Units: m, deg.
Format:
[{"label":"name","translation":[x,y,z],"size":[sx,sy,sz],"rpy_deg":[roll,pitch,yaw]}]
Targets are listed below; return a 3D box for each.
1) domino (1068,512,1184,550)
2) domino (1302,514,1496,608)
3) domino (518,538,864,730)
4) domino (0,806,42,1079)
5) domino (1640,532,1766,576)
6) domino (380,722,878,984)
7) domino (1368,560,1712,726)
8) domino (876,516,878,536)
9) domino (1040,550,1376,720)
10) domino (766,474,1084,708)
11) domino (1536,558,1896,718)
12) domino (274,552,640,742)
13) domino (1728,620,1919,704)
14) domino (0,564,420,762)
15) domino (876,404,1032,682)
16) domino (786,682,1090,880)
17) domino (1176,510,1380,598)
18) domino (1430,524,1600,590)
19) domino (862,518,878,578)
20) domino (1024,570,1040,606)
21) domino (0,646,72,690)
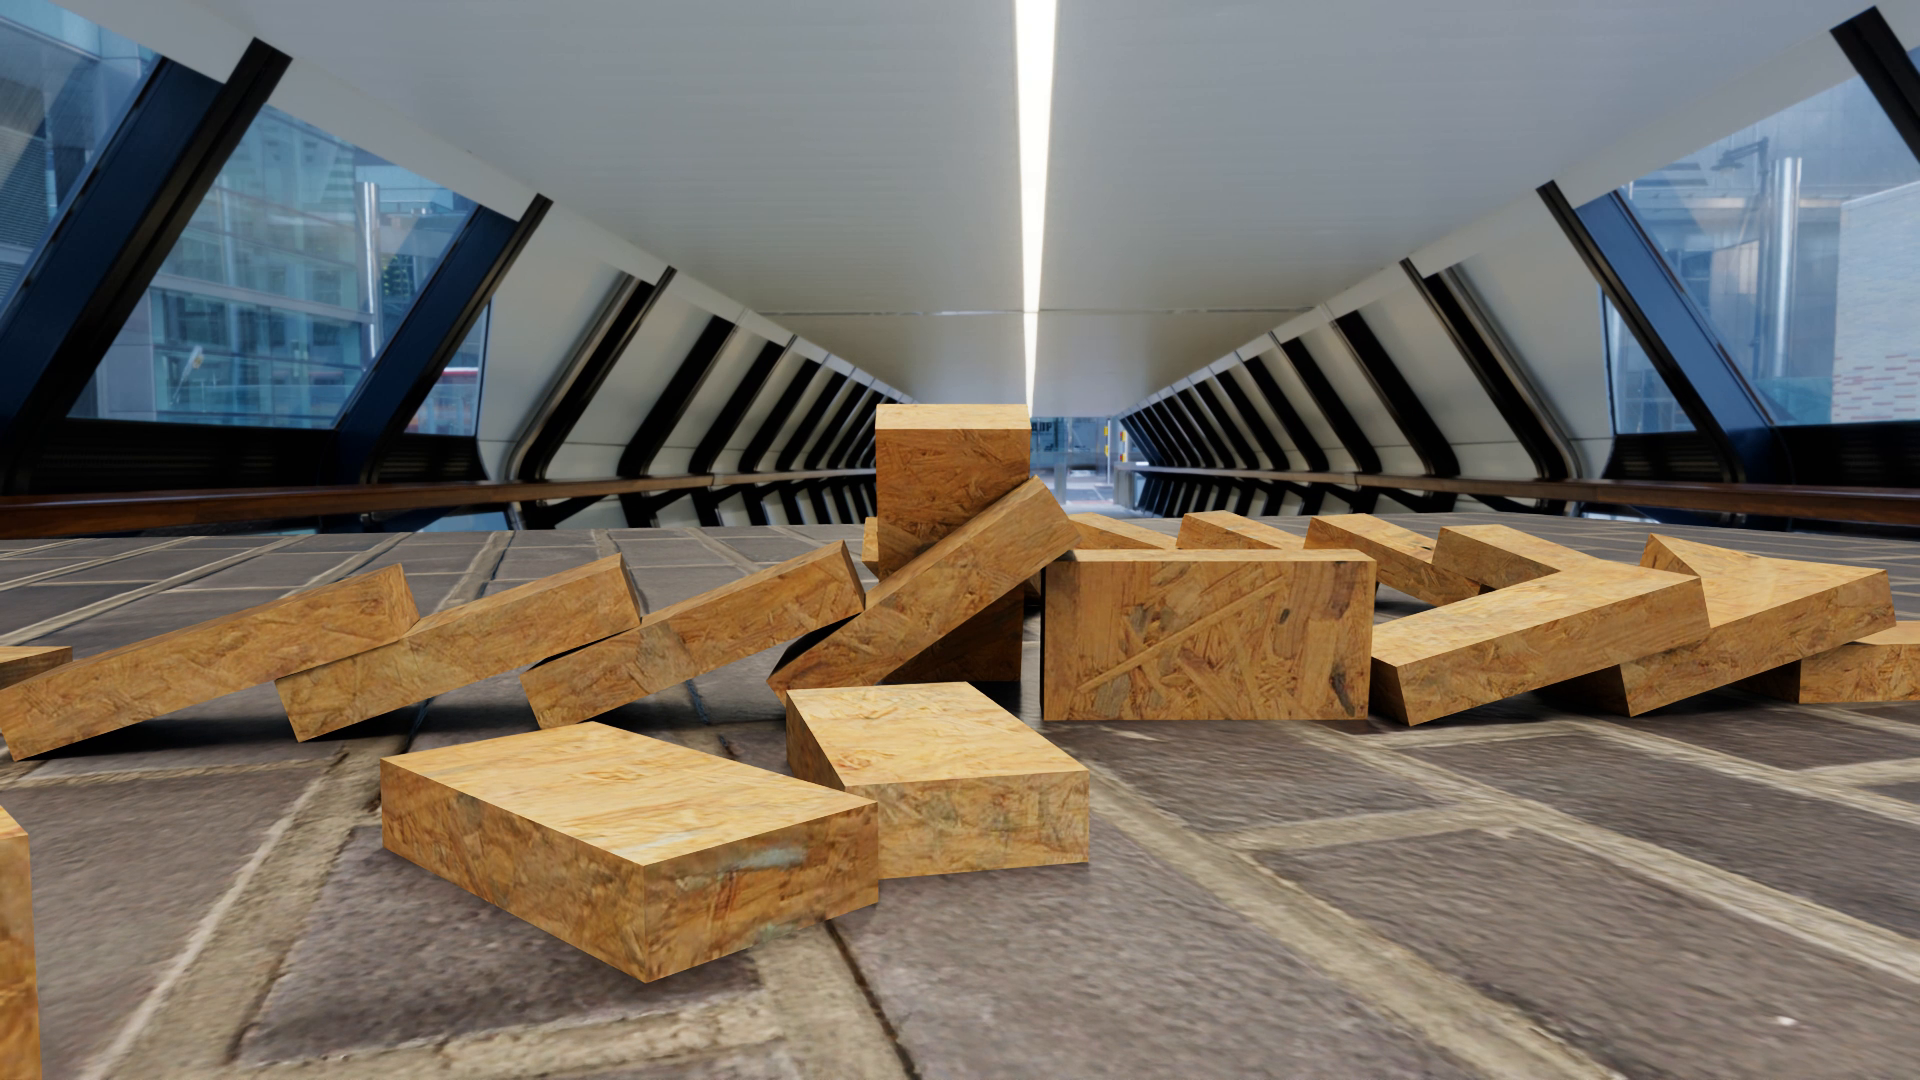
[{"label":"domino","translation":[0.055,0.004,0.370],"size":[0.050,0.009,0.025],"rpy_deg":[18,12,25]},{"label":"domino","translation":[0.118,0.006,0.334],"size":[0.025,0.009,0.050],"rpy_deg":[-4,22,-40]},{"label":"domino","translation":[-0.040,0.014,0.200],"size":[0.050,0.010,0.025],"rpy_deg":[-21,6,-2]},{"label":"domino","translation":[-0.063,0.025,0.073],"size":[0.050,0.025,0.010],"rpy_deg":[4,6,44]},{"label":"domino","translation":[0.165,0.011,0.274],"size":[0.025,0.009,0.050],"rpy_deg":[13,16,12]},{"label":"domino","translation":[-0.034,0.028,0.127],"size":[0.050,0.009,0.025],"rpy_deg":[4,6,43]},{"label":"domino","translation":[0.089,0.016,0.207],"size":[0.050,0.010,0.025],"rpy_deg":[-15,7,-5]},{"label":"domino","translation":[-0.002,0.006,0.250],"size":[0.025,0.009,0.050],"rpy_deg":[0,-28,1]},{"label":"domino","translation":[0.038,0.015,0.200],"size":[0.050,0.025,0.009],"rpy_deg":[0,10,-1]},{"label":"domino","translation":[-0.005,0.009,0.199],"size":[0.050,0.010,0.025],"rpy_deg":[-35,6,4]},{"label":"domino","translation":[0.124,0.015,0.215],"size":[0.050,0.009,0.025],"rpy_deg":[-16,7,-9]},{"label":"domino","translation":[-0.076,0.015,0.200],"size":[0.050,0.009,0.025],"rpy_deg":[-19,9,-12]},{"label":"domino","translation":[0.161,0.021,0.226],"size":[0.050,0.010,0.025],"rpy_deg":[-1,4,-7]},{"label":"domino","translation":[-0.108,0.017,0.189],"size":[0.050,0.010,0.025],"rpy_deg":[-18,9,-14]},{"label":"domino","translation":[-0.001,0.001,0.222],"size":[0.025,0.050,0.009],"rpy_deg":[0,30,-1]},{"label":"domino","translation":[-0.005,0.026,0.152],"size":[0.025,0.010,0.050],"rpy_deg":[-1,4,-14]},{"label":"domino","translation":[0.088,0.004,0.355],"size":[0.050,0.010,0.025],"rpy_deg":[23,17,34]},{"label":"domino","translation":[0.141,0.009,0.304],"size":[0.025,0.009,0.050],"rpy_deg":[-2,19,-35]},{"label":"domino","translation":[-0.003,0.008,0.285],"size":[0.025,0.009,0.050],"rpy_deg":[1,-17,13]},{"label":"domino","translation":[0.006,0.007,0.317],"size":[0.025,0.009,0.050],"rpy_deg":[1,-14,13]},{"label":"domino","translation":[-0.157,0.024,0.185],"size":[0.025,0.009,0.050],"rpy_deg":[0,4,0]}]
